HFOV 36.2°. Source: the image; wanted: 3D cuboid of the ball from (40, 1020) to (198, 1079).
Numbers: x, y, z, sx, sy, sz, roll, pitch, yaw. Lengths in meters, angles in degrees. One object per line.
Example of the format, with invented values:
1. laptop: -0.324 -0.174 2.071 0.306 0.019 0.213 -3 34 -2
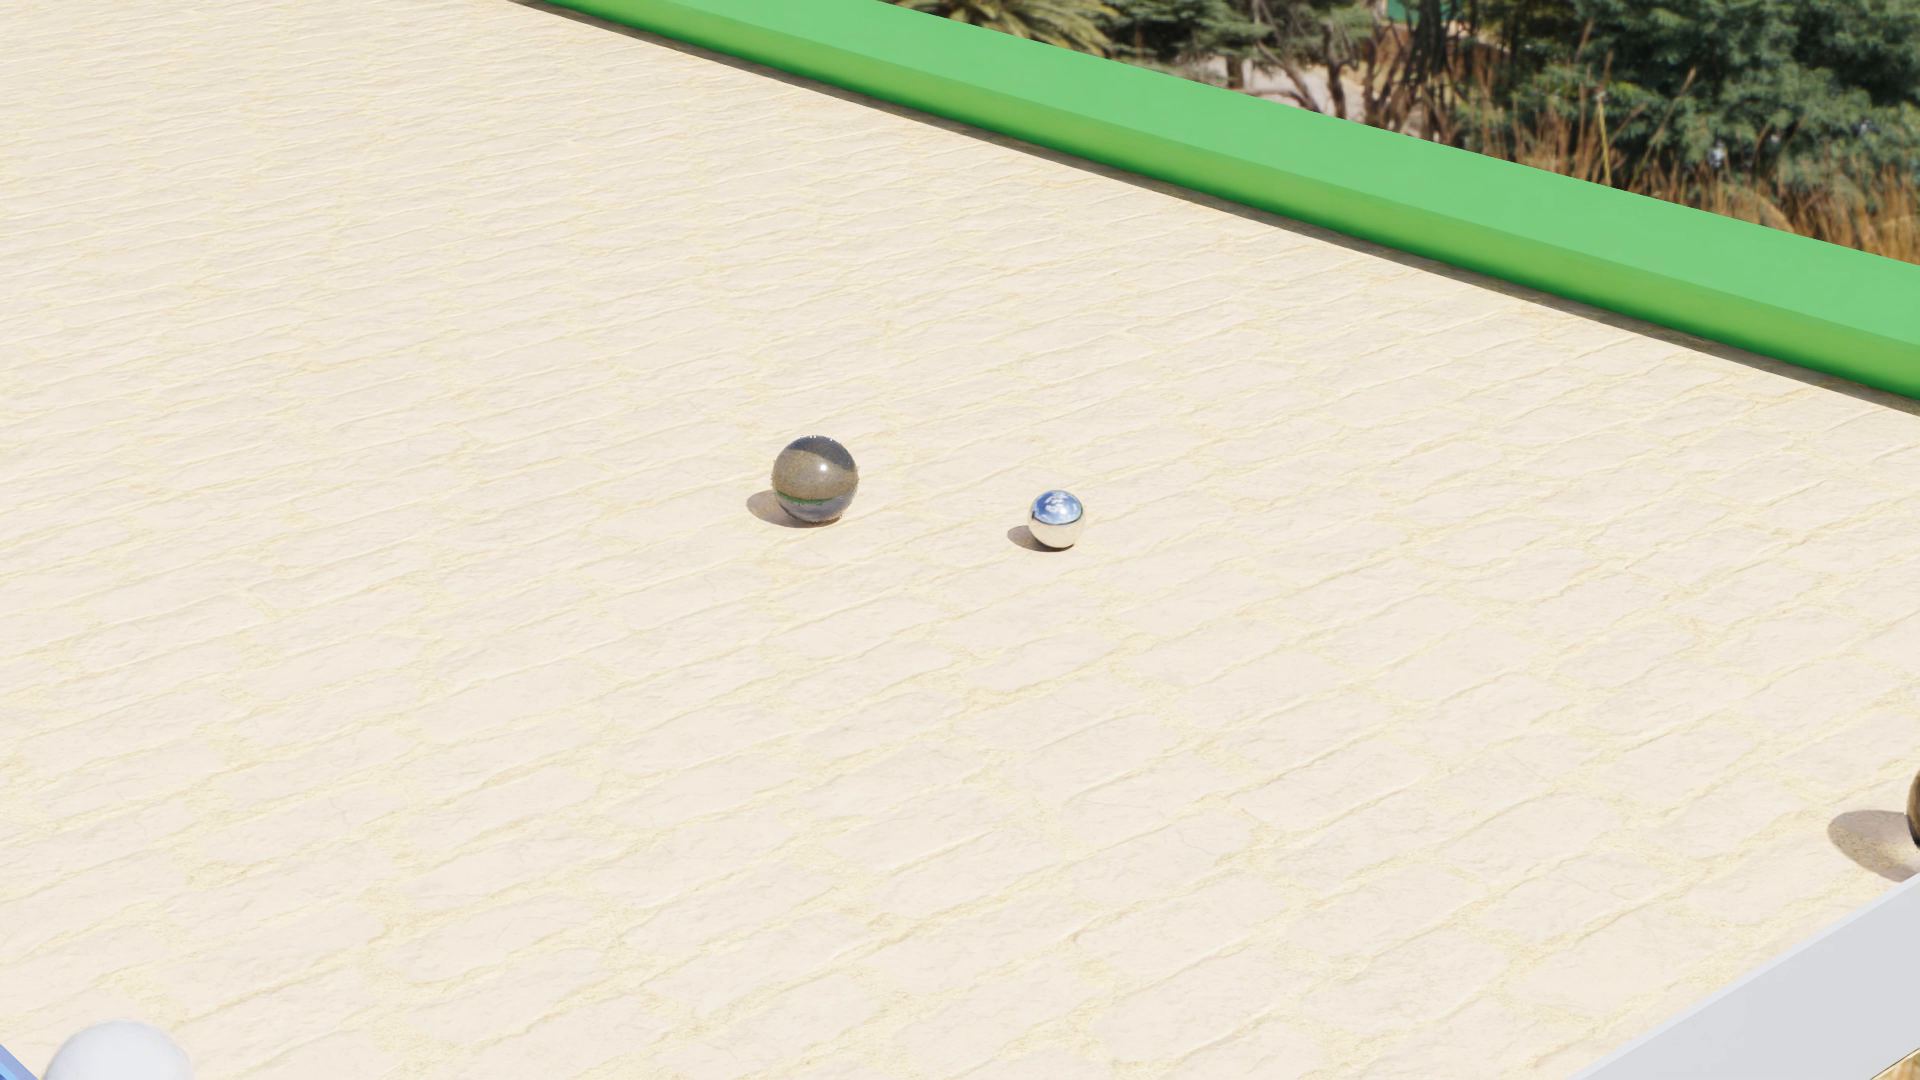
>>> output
1. ball: -0.469 0.312 1.640 0.088 0.088 0.088 0 23 0

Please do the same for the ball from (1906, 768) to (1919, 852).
1. ball: 0.676 0.179 1.942 0.099 0.099 0.099 0 23 0

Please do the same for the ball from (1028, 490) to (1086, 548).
1. ball: 0.082 -0.018 2.477 0.050 0.050 0.050 0 23 0

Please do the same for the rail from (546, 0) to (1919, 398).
1. rail: 0.120 -0.533 3.608 0.045 0.128 3.646 -19 29 -37

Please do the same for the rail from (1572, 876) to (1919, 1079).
1. rail: 0.585 0.232 1.776 1.964 0.128 0.045 -19 29 -37

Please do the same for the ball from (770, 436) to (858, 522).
1. ball: -0.125 -0.052 2.527 0.075 0.075 0.075 0 23 0

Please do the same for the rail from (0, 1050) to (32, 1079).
1. rail: -1.321 -0.047 2.442 0.045 0.128 3.646 -19 29 -37
